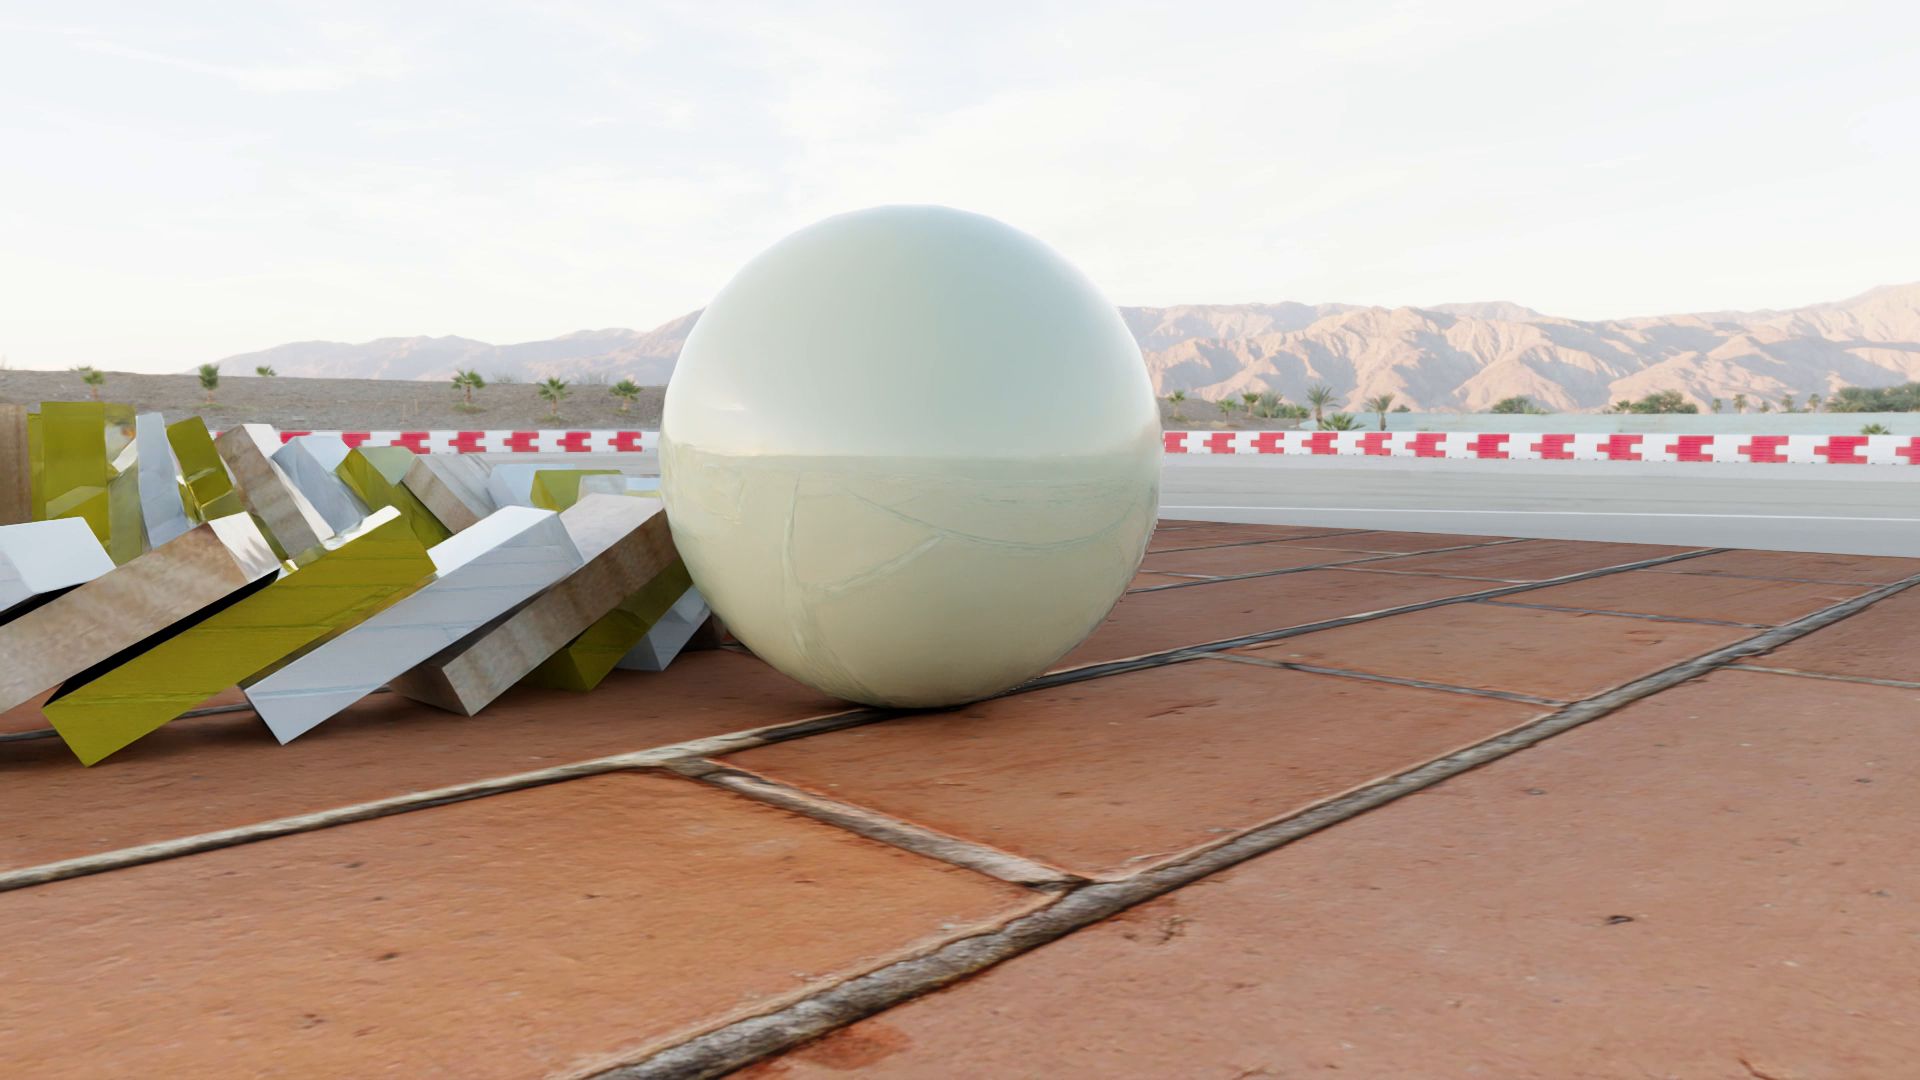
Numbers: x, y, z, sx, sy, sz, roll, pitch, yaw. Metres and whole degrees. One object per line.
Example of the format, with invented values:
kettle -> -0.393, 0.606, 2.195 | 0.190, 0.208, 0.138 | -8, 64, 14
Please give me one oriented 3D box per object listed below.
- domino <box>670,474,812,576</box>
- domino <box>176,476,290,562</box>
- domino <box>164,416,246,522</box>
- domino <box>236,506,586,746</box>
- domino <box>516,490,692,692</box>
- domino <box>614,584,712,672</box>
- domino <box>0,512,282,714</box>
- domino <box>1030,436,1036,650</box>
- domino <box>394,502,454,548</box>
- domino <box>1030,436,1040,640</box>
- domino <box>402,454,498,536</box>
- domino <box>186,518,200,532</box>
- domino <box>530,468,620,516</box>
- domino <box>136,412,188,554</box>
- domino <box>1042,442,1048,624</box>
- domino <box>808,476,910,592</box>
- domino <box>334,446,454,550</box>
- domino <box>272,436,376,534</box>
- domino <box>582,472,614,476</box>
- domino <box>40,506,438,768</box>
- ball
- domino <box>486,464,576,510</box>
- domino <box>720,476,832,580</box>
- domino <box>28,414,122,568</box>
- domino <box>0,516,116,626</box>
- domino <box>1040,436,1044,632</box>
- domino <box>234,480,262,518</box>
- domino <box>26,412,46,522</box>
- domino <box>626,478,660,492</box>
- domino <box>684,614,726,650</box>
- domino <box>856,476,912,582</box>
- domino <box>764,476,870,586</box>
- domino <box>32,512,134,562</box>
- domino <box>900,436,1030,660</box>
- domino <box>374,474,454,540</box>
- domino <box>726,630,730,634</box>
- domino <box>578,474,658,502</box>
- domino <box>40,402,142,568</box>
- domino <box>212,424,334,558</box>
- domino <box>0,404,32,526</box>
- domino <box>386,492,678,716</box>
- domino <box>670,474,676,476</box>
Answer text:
domino -> -0.075, -0.006, 0.434 | 0.050, 0.009, 0.025 | 36, 24, 31
domino -> -0.243, -0.006, 0.434 | 0.050, 0.009, 0.025 | 28, -6, -19
domino -> -0.209, -0.010, 0.362 | 0.010, 0.050, 0.025 | -26, 18, -30
domino -> -0.087, 0.012, 0.202 | 0.050, 0.009, 0.025 | -35, 23, -29
domino -> -0.066, 0.008, 0.241 | 0.025, 0.009, 0.050 | 2, 34, 27
domino -> -0.060, 0.007, 0.262 | 0.025, 0.010, 0.050 | 2, 33, 21
domino -> -0.122, 0.013, 0.175 | 0.050, 0.009, 0.025 | -31, 13, -14
domino -> 0.004, 0.000, 0.278 | 0.025, 0.050, 0.010 | 0, -36, 3
domino -> -0.202, -0.007, 0.450 | 0.050, 0.010, 0.025 | 27, 1, -7
domino -> 0.006, -0.001, 0.290 | 0.025, 0.050, 0.010 | 0, -36, 3
domino -> -0.137, -0.005, 0.378 | 0.050, 0.009, 0.025 | 42, 17, 13
domino -> -0.261, -0.005, 0.422 | 0.050, 0.009, 0.025 | 30, -11, -27
domino -> -0.099, -0.002, 0.360 | 0.025, 0.009, 0.050 | -4, 38, -40
domino -> -0.221, -0.009, 0.350 | 0.009, 0.050, 0.025 | -16, 14, -42
domino -> 0.009, -0.003, 0.316 | 0.025, 0.050, 0.009 | 0, -39, 3
domino -> -0.024, -0.003, 0.392 | 0.025, 0.010, 0.050 | -3, 33, -34
domino -> -0.157, -0.007, 0.379 | 0.050, 0.009, 0.025 | 45, 10, 4
domino -> -0.176, -0.008, 0.378 | 0.009, 0.050, 0.025 | -39, 3, 3
domino -> -0.114, -0.007, 0.452 | 0.050, 0.010, 0.025 | 32, 16, 20
domino -> -0.103, 0.012, 0.187 | 0.050, 0.009, 0.025 | -33, 18, -21
ball -> -0.008, -0.013, 0.207 | 0.080, 0.080, 0.080 | 0, 4, 0
domino -> -0.115, -0.004, 0.373 | 0.025, 0.009, 0.050 | -4, 41, -45
domino -> -0.057, -0.005, 0.422 | 0.025, 0.009, 0.050 | -4, 34, -46
domino -> -0.231, -0.008, 0.336 | 0.025, 0.050, 0.010 | 3, 5, 32
domino -> -0.141, 0.014, 0.167 | 0.050, 0.009, 0.025 | -30, 10, -9
domino -> 0.007, -0.002, 0.302 | 0.025, 0.050, 0.009 | 0, -36, 3
domino -> -0.222, -0.007, 0.444 | 0.050, 0.009, 0.025 | 27, -2, -12
domino -> -0.239, -0.006, 0.316 | 0.025, 0.050, 0.010 | 1, 4, 10
domino -> -0.071, 0.001, 0.327 | 0.025, 0.009, 0.050 | -1, 35, -17
domino -> -0.060, 0.005, 0.285 | 0.025, 0.009, 0.050 | 1, 33, 7
domino -> -0.010, -0.002, 0.375 | 0.025, 0.010, 0.050 | -2, 34, -26
domino -> -0.040, -0.004, 0.408 | 0.025, 0.009, 0.050 | -4, 33, -41
domino -> -0.277, -0.004, 0.407 | 0.050, 0.009, 0.025 | 32, -16, -36
domino -> 0.002, 0.001, 0.265 | 0.025, 0.050, 0.010 | 0, -36, 3
domino -> -0.180, -0.007, 0.454 | 0.050, 0.009, 0.025 | 27, 3, -4
domino -> -0.061, 0.003, 0.306 | 0.025, 0.009, 0.050 | 1, 34, 0
domino -> -0.084, 0.000, 0.344 | 0.025, 0.010, 0.050 | -2, 36, -30
domino -> -0.163, -0.001, 0.243 | 0.010, 0.050, 0.025 | -2, 5, -21
domino -> -0.194, -0.009, 0.372 | 0.010, 0.050, 0.025 | -31, 10, -8
domino -> -0.184, 0.000, 0.237 | 0.009, 0.050, 0.025 | 0, 4, -4
domino -> -0.073, 0.009, 0.222 | 0.025, 0.009, 0.050 | 6, 36, 40
domino -> -0.094, -0.007, 0.444 | 0.050, 0.010, 0.025 | 34, 21, 27
